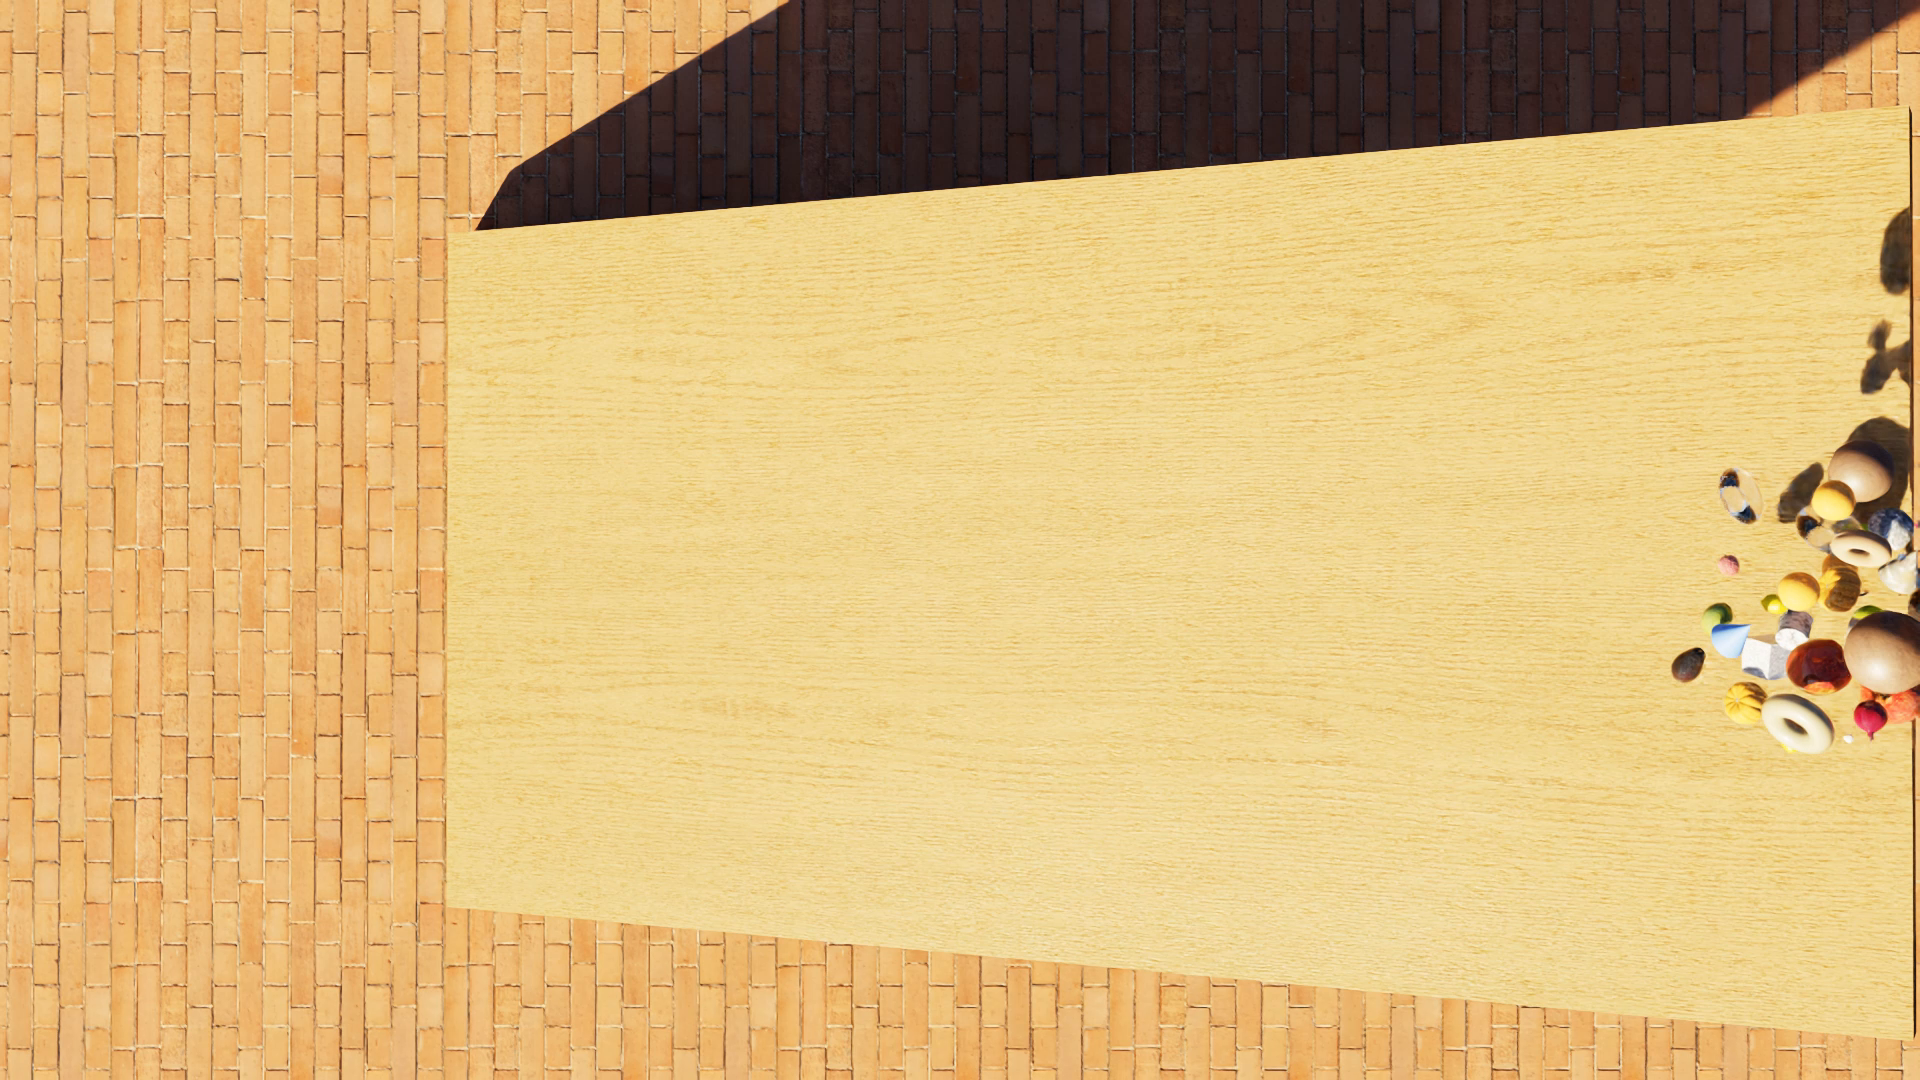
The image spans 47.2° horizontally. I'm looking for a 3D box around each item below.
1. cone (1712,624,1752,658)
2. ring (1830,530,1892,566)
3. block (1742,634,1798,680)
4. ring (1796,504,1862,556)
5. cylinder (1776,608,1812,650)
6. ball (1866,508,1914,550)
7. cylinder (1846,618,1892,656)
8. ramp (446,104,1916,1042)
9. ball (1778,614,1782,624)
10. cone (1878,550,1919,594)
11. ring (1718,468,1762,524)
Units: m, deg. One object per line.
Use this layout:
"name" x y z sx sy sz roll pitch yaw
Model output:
"cone" 1.567 0.187 4.423 0.077 0.077 0.077 10 59 -18
"ring" 1.523 0.014 3.715 0.098 0.098 0.033 22 71 0
"block" 1.693 0.244 4.596 0.076 0.076 0.076 -4 103 -23
"ring" 1.844 -0.021 4.661 0.145 0.145 0.048 13 128 0
"cylinder" 1.723 0.184 4.540 0.062 0.062 0.062 32 53 0
"ball" 1.925 -0.023 4.550 0.090 0.090 0.090 0 89 0
"cylinder" 1.676 0.179 4.055 0.065 0.065 0.065 7 89 34
"ramp" 0.278 0.079 5.660 4.000 0.100 2.000 0 89 27
"ball" 1.760 0.176 4.650 0.060 0.060 0.060 0 89 0
"cone" 1.944 0.049 4.510 0.087 0.087 0.087 4 49 -4
"ring" 1.591 -0.090 4.480 0.041 0.123 0.123 -28 89 43
